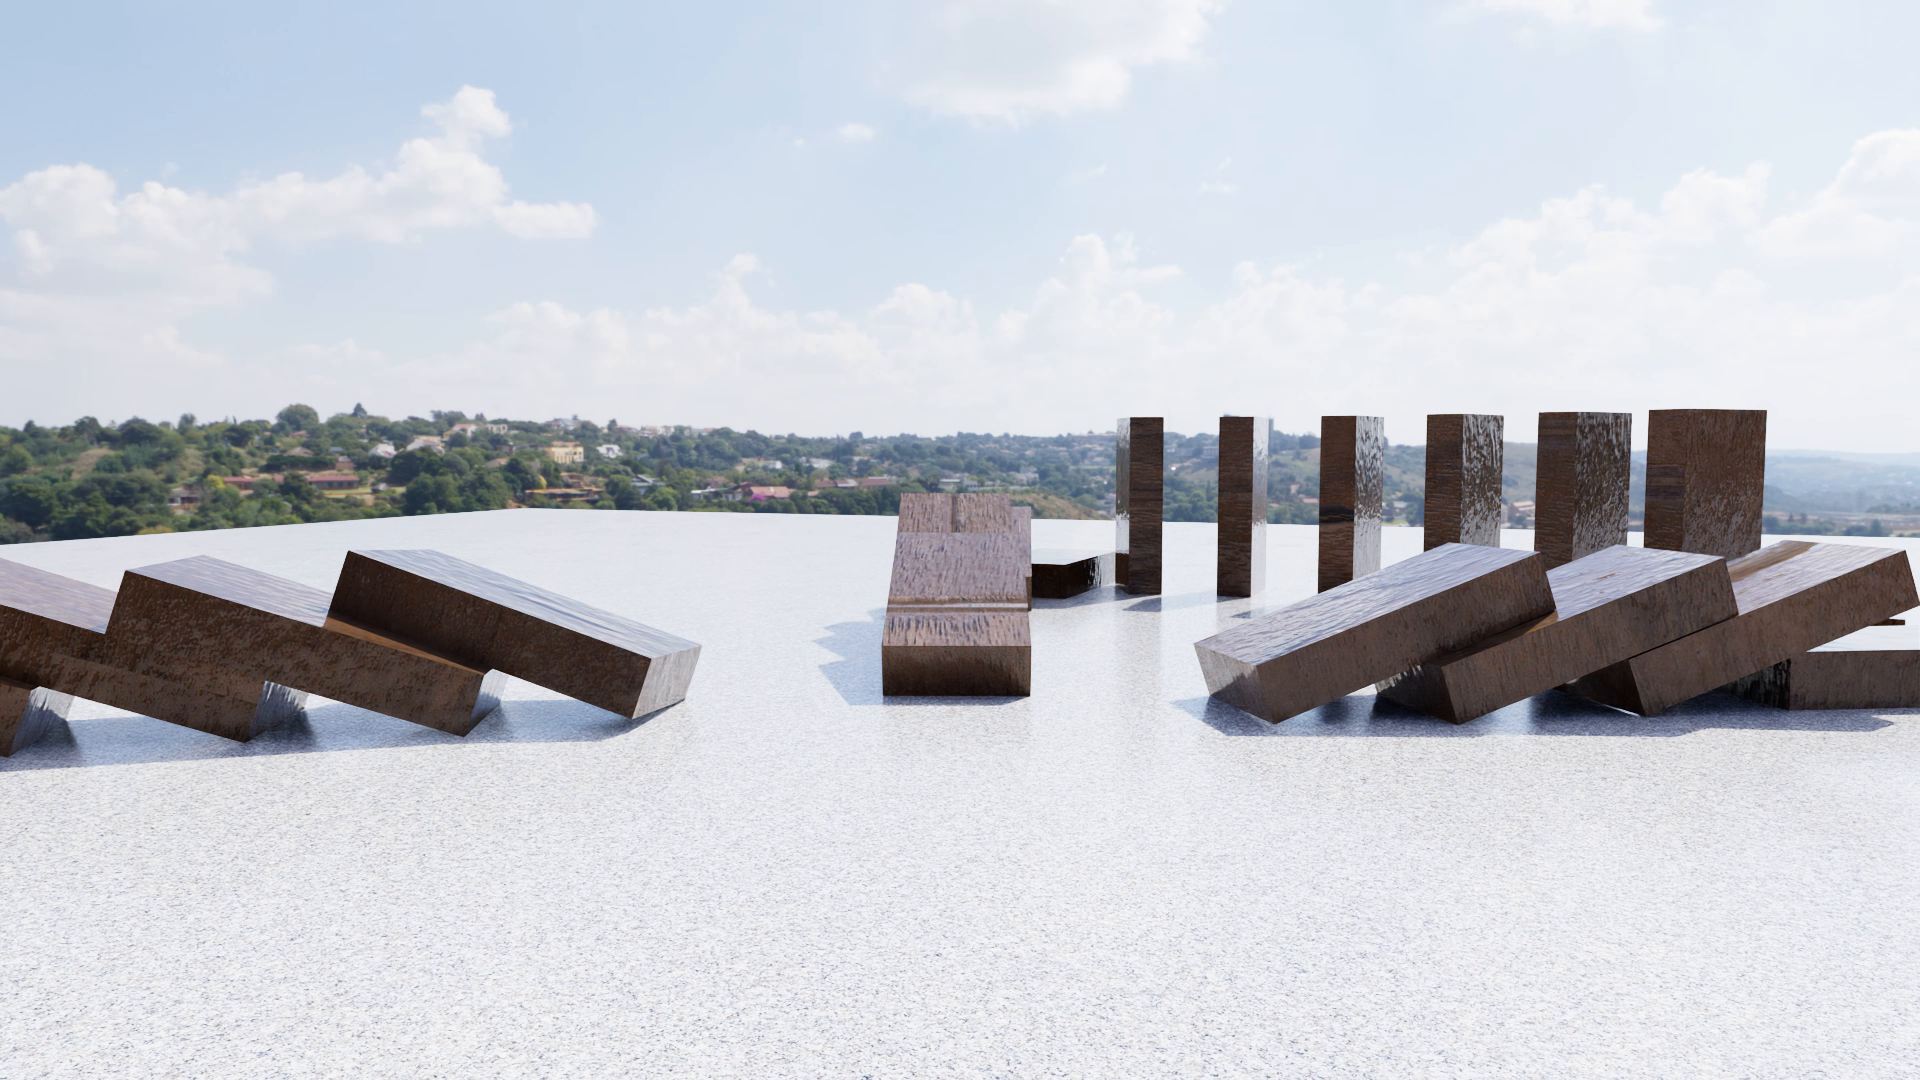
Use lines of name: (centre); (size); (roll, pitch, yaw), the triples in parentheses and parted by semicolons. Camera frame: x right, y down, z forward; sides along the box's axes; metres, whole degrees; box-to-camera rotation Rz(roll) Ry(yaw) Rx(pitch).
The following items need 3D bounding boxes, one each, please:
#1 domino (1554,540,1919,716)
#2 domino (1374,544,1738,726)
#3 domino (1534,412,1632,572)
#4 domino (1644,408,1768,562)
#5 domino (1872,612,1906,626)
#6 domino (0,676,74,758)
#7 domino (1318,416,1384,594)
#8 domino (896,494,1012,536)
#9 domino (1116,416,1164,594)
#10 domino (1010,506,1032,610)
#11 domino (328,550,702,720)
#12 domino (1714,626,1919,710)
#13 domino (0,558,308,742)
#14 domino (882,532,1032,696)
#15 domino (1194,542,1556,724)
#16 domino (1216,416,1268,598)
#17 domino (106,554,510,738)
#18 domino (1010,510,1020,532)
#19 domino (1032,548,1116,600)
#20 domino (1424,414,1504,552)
domino: (0.127, 0.014, 0.214); (0.050, 0.010, 0.025); (-20, 6, -6)
domino: (0.095, 0.014, 0.209); (0.050, 0.009, 0.025); (-19, 7, -8)
domino: (0.151, -0.006, 0.310); (0.025, 0.050, 0.010); (-3, 5, -35)
domino: (0.165, -0.004, 0.284); (0.025, 0.050, 0.009); (-2, 5, -23)
domino: (0.182, 0.018, 0.270); (0.025, 0.010, 0.050); (3, 5, 35)
domino: (-0.154, 0.016, 0.178); (0.050, 0.009, 0.025); (19, -3, -20)
domino: (0.108, -0.009, 0.353); (0.010, 0.050, 0.025); (3, 5, 34)
domino: (-0.001, 0.006, 0.275); (0.025, 0.010, 0.050); (0, 30, 1)
domino: (0.052, -0.010, 0.373); (0.010, 0.050, 0.025); (0, 4, -2)
domino: (0.007, 0.004, 0.349); (0.025, 0.010, 0.050); (0, 22, 3)
domino: (-0.069, 0.014, 0.204); (0.050, 0.009, 0.025); (19, 2, 6)
domino: (0.156, 0.021, 0.219); (0.050, 0.009, 0.025); (0, 4, -6)
domino: (-0.126, 0.016, 0.190); (0.050, 0.009, 0.025); (19, 1, -10)
domino: (0.000, 0.012, 0.238); (0.025, 0.010, 0.050); (0, 22, 1)
domino: (0.066, 0.014, 0.209); (0.050, 0.009, 0.025); (-20, 7, -10)
domino: (0.081, -0.010, 0.367); (0.009, 0.050, 0.025); (2, 5, 22)
domino: (-0.096, 0.015, 0.194); (0.050, 0.010, 0.025); (18, 1, -9)
domino: (0.002, 0.006, 0.319); (0.025, 0.010, 0.050); (1, 23, 4)
domino: (0.027, 0.009, 0.380); (0.025, 0.009, 0.050); (2, 5, 23)
domino: (0.131, -0.007, 0.333); (0.009, 0.050, 0.025); (4, 6, 44)
